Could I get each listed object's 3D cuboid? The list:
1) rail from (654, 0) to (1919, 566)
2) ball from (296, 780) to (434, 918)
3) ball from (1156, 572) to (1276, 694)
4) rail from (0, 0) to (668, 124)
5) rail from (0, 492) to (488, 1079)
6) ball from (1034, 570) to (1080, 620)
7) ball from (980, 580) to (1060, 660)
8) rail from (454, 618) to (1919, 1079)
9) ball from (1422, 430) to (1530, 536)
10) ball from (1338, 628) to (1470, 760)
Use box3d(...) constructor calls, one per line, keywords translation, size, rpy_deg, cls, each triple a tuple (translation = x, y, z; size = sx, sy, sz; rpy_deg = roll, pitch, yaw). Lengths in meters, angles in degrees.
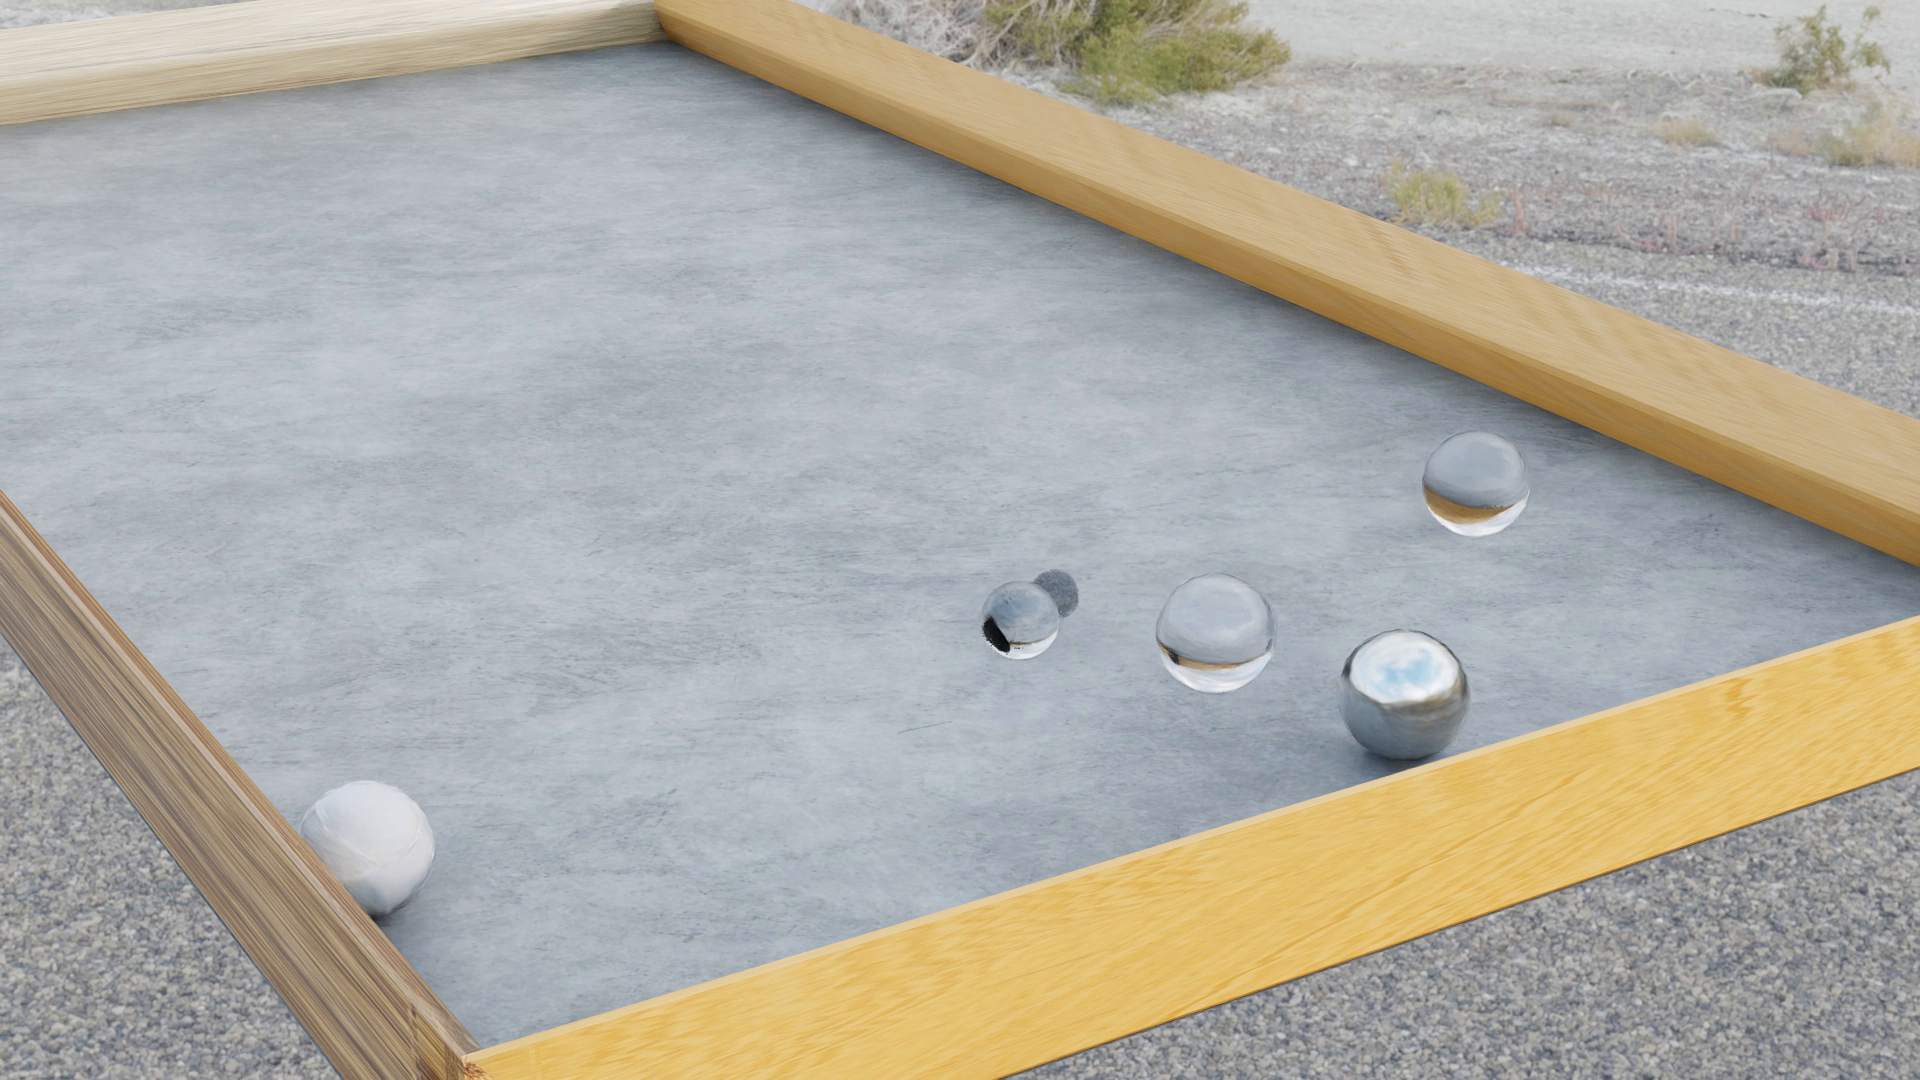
box3d(translation=(0.236, -0.365, 3.228), size=(0.045, 0.122, 2.594), rpy_deg=(-13, 26, -29), cls="rail")
box3d(translation=(-0.383, 0.199, 1.894), size=(0.088, 0.088, 0.088), rpy_deg=(0, 22, 0), cls="ball")
box3d(translation=(0.192, 0.070, 2.206), size=(0.091, 0.091, 0.091), rpy_deg=(0, 22, 0), cls="ball")
box3d(translation=(-1.005, -0.641, 3.906), size=(1.397, 0.122, 0.045), rpy_deg=(-13, 26, -29), cls="rail")
box3d(translation=(-0.914, -0.098, 2.574), size=(0.045, 0.122, 2.594), rpy_deg=(-13, 26, -29), cls="rail")
box3d(translation=(0.075, 0.044, 2.337), size=(0.040, 0.040, 0.040), rpy_deg=(0, 22, 0), cls="ball")
box3d(translation=(0.046, 0.062, 2.266), size=(0.061, 0.061, 0.061), rpy_deg=(0, 22, 0), cls="ball")
box3d(translation=(0.327, 0.179, 1.896), size=(1.397, 0.122, 0.045), rpy_deg=(-13, 26, -29), cls="rail")
box3d(translation=(0.438, -0.048, 2.495), size=(0.090, 0.090, 0.090), rpy_deg=(0, 22, 0), cls="ball")
box3d(translation=(0.317, 0.110, 2.104), size=(0.094, 0.094, 0.094), rpy_deg=(0, 22, 0), cls="ball")
